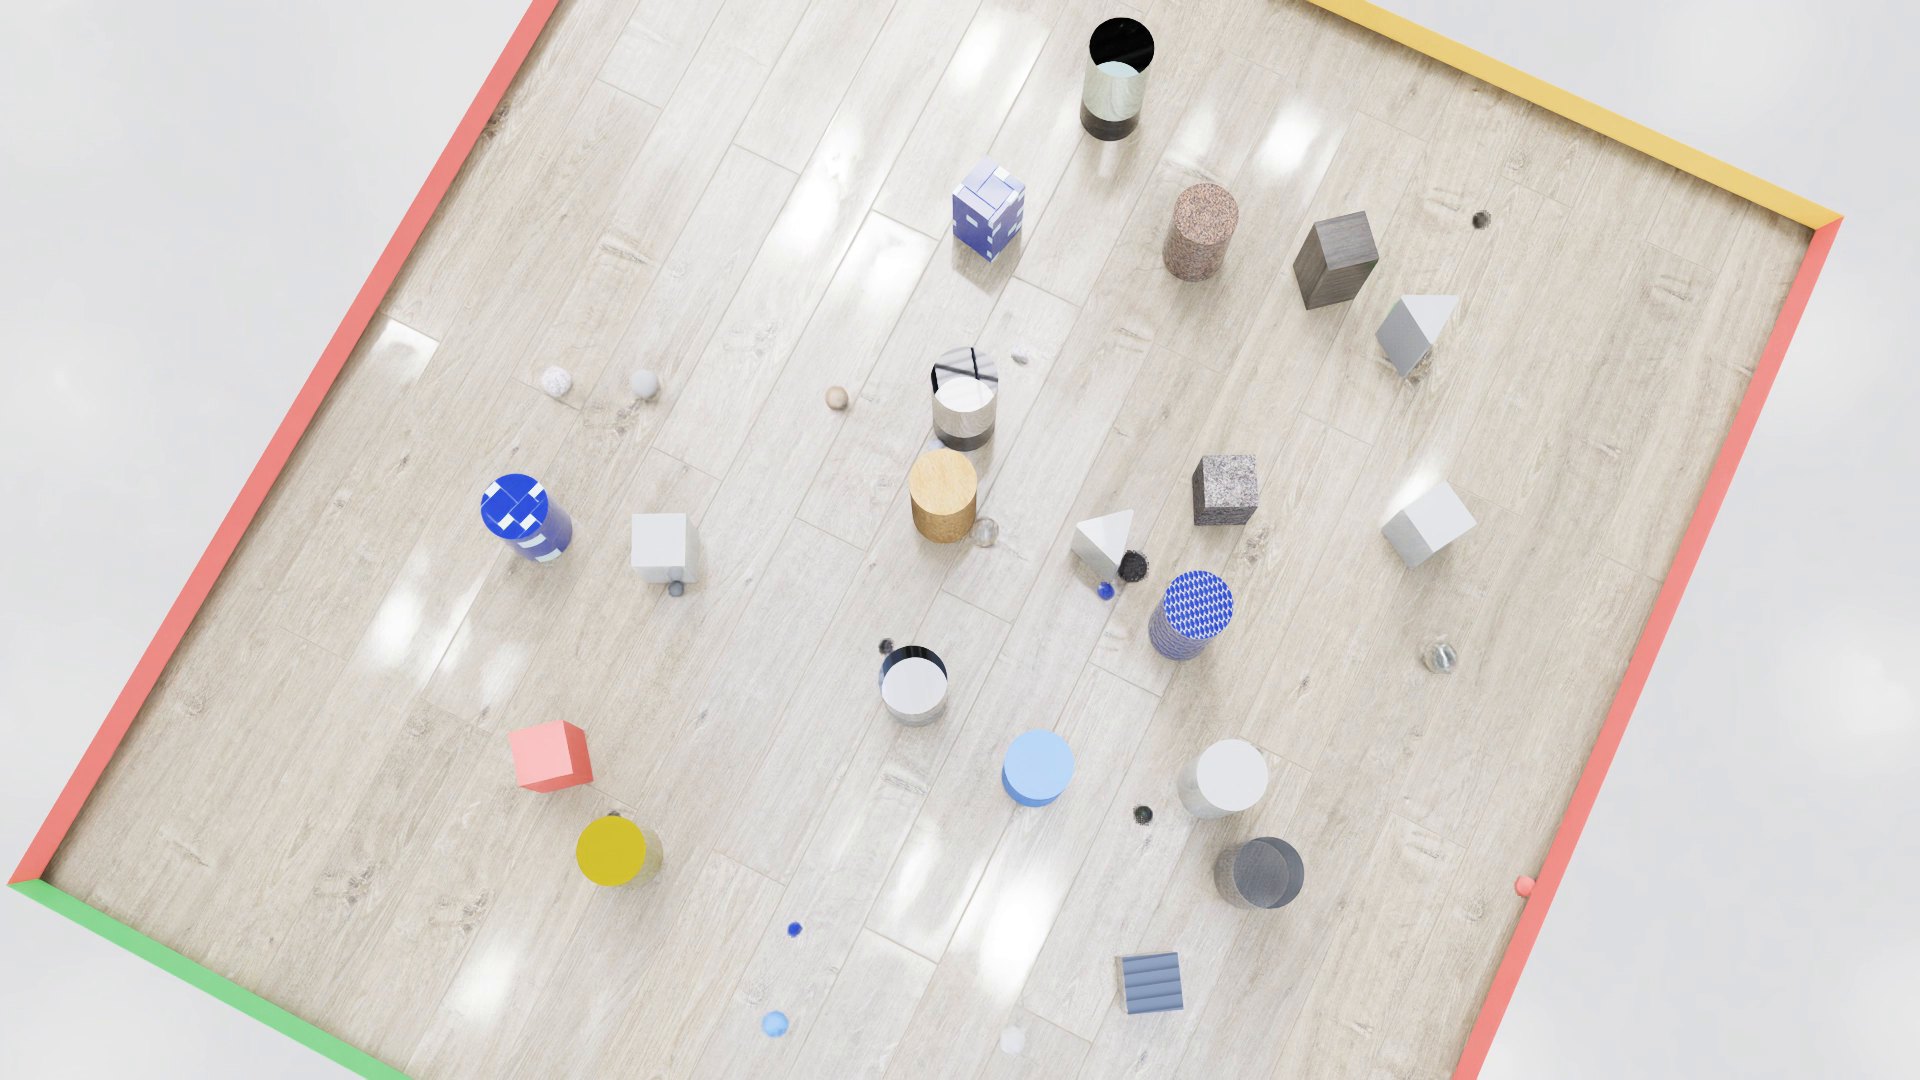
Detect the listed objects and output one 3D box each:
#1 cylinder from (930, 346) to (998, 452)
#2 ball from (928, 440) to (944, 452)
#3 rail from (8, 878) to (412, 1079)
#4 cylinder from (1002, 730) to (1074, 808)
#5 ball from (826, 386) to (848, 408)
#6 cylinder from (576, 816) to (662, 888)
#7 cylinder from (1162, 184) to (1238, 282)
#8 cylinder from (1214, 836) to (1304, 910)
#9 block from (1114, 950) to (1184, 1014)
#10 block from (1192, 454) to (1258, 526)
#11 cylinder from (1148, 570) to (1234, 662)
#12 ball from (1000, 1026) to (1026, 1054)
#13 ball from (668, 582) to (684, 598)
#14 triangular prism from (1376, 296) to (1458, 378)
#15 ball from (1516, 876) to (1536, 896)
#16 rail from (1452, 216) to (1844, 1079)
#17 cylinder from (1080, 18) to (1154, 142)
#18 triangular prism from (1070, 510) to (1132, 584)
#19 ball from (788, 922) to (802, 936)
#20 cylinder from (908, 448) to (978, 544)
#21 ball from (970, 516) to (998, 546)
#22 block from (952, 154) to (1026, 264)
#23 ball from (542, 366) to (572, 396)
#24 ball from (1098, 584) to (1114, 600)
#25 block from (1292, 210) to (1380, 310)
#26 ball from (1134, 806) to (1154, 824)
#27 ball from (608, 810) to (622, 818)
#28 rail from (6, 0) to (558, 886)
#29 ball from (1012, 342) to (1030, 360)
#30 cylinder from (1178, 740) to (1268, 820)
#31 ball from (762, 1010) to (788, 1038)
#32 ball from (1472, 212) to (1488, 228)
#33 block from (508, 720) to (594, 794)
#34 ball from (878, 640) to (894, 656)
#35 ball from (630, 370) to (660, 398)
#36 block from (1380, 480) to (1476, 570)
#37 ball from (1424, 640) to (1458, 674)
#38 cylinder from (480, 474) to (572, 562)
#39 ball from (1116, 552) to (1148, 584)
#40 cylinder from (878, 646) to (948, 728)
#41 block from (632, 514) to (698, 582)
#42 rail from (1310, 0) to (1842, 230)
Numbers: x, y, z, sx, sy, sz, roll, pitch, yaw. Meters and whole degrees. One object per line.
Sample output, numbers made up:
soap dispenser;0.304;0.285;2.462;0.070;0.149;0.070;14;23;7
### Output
cylinder;0.013;-0.414;5.470;0.196;0.455;0.196;0;78;0
ball;-0.074;-0.284;5.648;0.053;0.053;0.053;0;78;0
rail;-0.949;1.865;5.165;4.006;0.127;0.045;26;80;5
cylinder;0.221;0.663;5.293;0.196;0.364;0.196;0;78;0
ball;-0.381;-0.443;5.672;0.070;0.070;0.070;0;78;0
cylinder;-0.977;0.901;5.276;0.196;0.302;0.196;0;78;0
cylinder;0.737;-0.943;5.644;0.196;0.329;0.196;0;78;0
cylinder;0.847;0.952;5.217;0.196;0.396;0.196;0;78;0
block;0.538;1.261;5.230;0.156;0.246;0.156;-5;78;-1
block;0.796;-0.148;5.514;0.156;0.260;0.156;-1;78;0
cylinder;0.667;0.226;5.342;0.196;0.446;0.196;0;78;0
ball;0.152;1.441;5.280;0.076;0.076;0.076;0;78;0
ball;-0.861;0.149;5.560;0.050;0.050;0.050;0;78;0
triangular prism;1.365;-0.648;5.572;0.147;0.350;0.169;30;80;6
ball;1.660;1.015;5.376;0.060;0.060;0.060;0;78;0
rail;1.770;0.873;5.370;0.045;0.127;4.290;26;80;5
cylinder;0.482;-1.421;5.678;0.196;0.456;0.196;0;78;0
triangular prism;0.450;-0.006;5.460;0.147;0.310;0.169;-44;82;-8
ball;-0.483;1.137;5.360;0.041;0.041;0.041;0;78;0
cylinder;-0.049;-0.126;5.436;0.196;0.404;0.196;0;78;0
ball;0.075;-0.027;5.578;0.087;0.087;0.087;0;78;0
block;0.087;-1.017;5.655;0.156;0.337;0.156;38;81;7
ball;-1.249;-0.491;5.672;0.091;0.091;0.091;0;78;0
ball;0.445;0.158;5.558;0.050;0.050;0.050;0;78;0
block;1.147;-0.851;5.608;0.156;0.363;0.156;-14;79;-3
ball;0.543;0.813;5.420;0.055;0.055;0.055;0;78;0
ball;-1.023;0.820;5.426;0.041;0.041;0.041;0;78;0
rail;-1.770;-0.860;5.729;0.045;0.127;4.290;26;80;5
ball;0.189;-0.587;5.710;0.055;0.055;0.055;0;78;0
cylinder;0.746;0.689;5.239;0.196;0.460;0.196;0;78;0
ball;-0.533;1.397;5.289;0.074;0.074;0.074;0;78;0
ball;1.645;-1.012;5.800;0.051;0.051;0.051;0;78;0
block;-1.186;0.632;5.331;0.156;0.302;0.156;-13;79;-3
ball;-0.223;0.325;5.526;0.046;0.046;0.046;0;78;0
ball;-0.974;-0.484;5.672;0.088;0.088;0.088;0;78;0
block;1.399;-0.041;5.482;0.156;0.281;0.156;-33;80;-6
ball;1.442;0.350;5.494;0.098;0.098;0.098;0;78;0
cylinder;-1.286;-0.063;5.456;0.196;0.340;0.196;0;78;0
ball;0.522;0.084;5.551;0.094;0.094;0.094;0;78;0
cylinder;-0.133;0.430;5.339;0.196;0.368;0.196;0;78;0
block;-0.879;0.027;5.476;0.156;0.265;0.156;-1;78;0
rail;0.949;-1.851;5.934;4.006;0.127;0.045;26;80;5
